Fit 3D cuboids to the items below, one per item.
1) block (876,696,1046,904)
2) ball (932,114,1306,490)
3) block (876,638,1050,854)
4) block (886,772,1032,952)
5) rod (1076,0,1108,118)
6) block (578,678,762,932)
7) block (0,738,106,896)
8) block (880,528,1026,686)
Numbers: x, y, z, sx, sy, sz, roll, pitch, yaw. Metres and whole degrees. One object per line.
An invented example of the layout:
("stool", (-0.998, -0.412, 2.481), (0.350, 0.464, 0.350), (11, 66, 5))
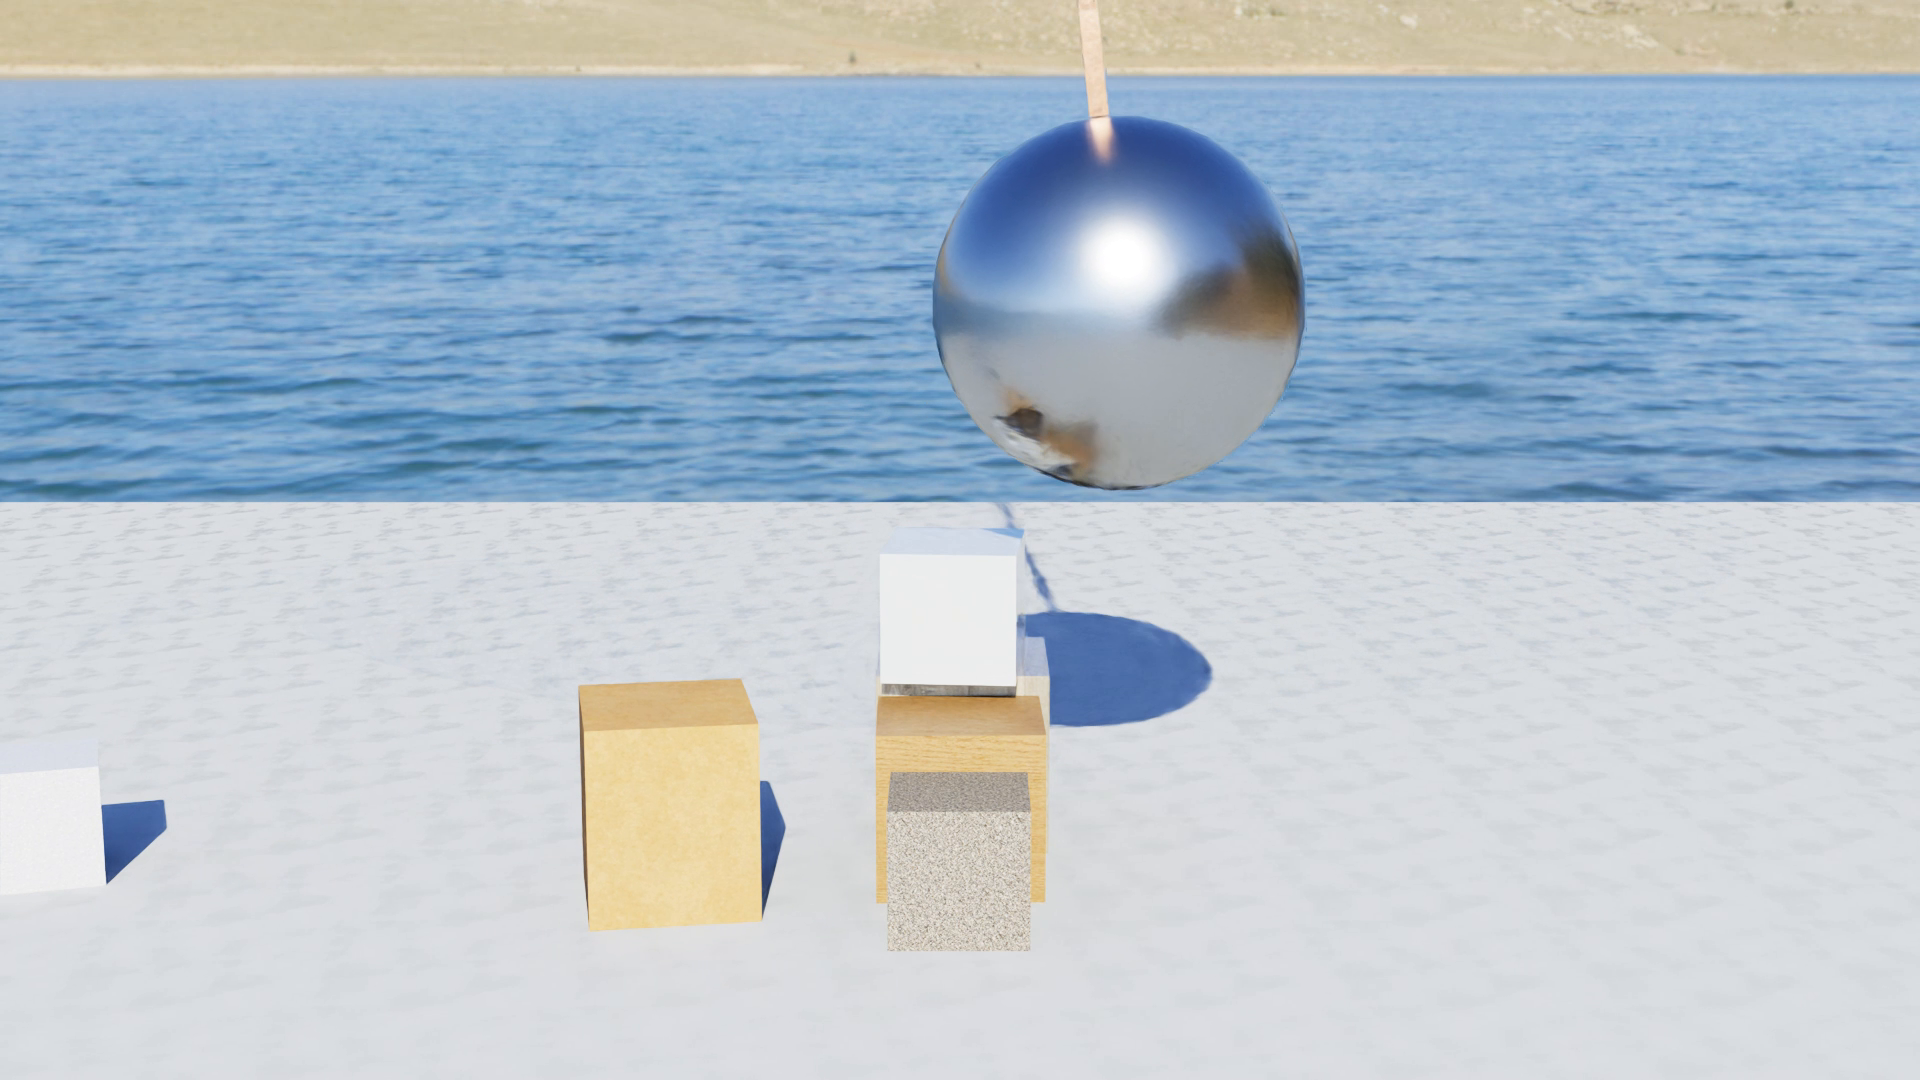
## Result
("block", (-0.001, 1.130, 11.284), (0.725, 0.740, 0.706), (0, 10, -1))
("ball", (0.678, -1.011, 10.996), (1.600, 1.600, 1.600), (0, 10, 0))
("block", (0.012, 0.949, 12.027), (0.783, 0.830, 0.811), (0, 10, 0))
("block", (-0.004, 1.325, 10.640), (0.580, 0.586, 0.597), (0, 10, 0))
("rod", (0.294, -4.335, 10.392), (0.080, 5.200, 0.080), (-6, 10, 1))
("block", (-1.255, 1.119, 11.022), (0.716, 0.854, 0.824), (-2, 10, -10))
("block", (-4.061, 1.219, 11.355), (0.497, 0.538, 0.516), (-4, 11, -19))
("block", (-0.024, 0.294, 11.675), (0.603, 0.586, 0.677), (1, 10, 5))
